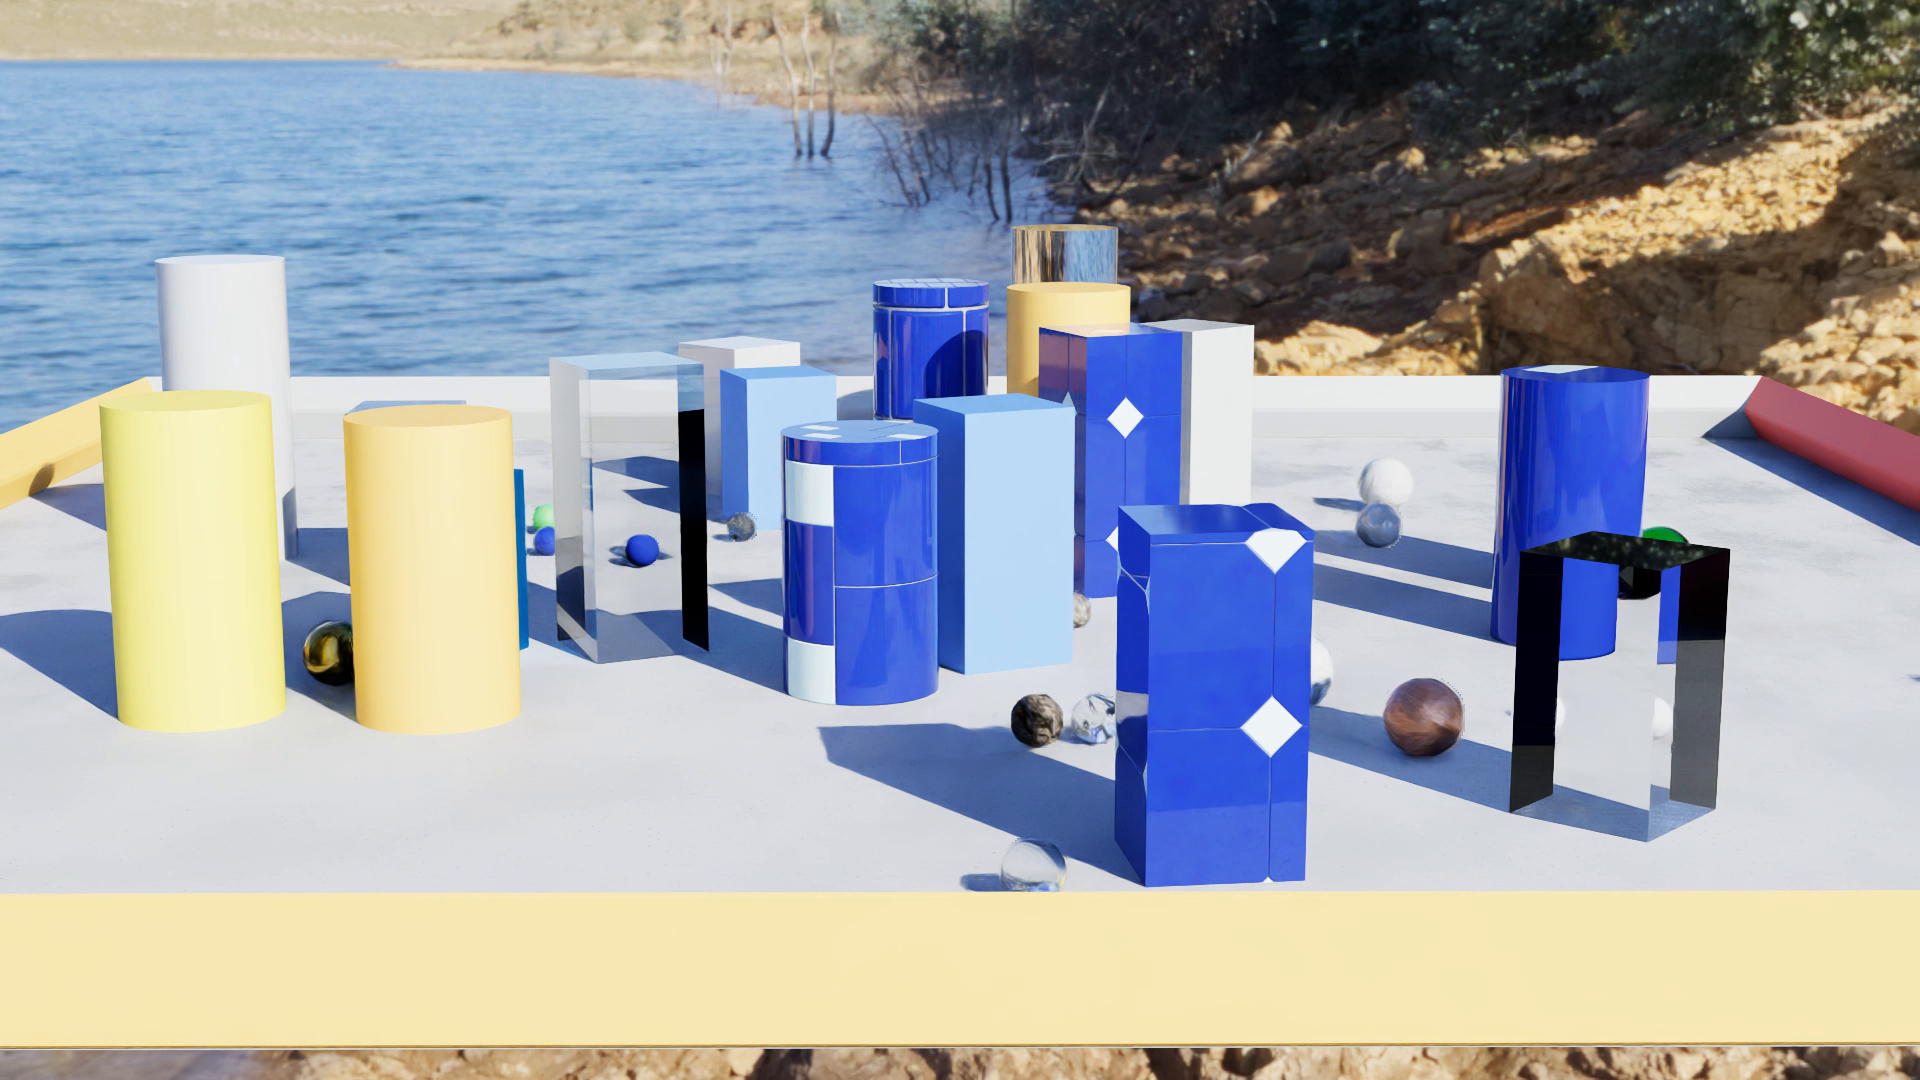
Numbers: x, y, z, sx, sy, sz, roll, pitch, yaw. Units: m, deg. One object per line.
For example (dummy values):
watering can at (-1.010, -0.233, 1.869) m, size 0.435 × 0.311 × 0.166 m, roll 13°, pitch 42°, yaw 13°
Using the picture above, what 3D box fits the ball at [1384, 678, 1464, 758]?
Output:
ball at (0.490, 0.187, 2.712) m, size 0.084 × 0.084 × 0.084 m, roll 0°, pitch 11°, yaw 0°

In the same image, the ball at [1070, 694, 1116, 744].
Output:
ball at (0.146, 0.193, 2.766) m, size 0.054 × 0.054 × 0.054 m, roll 0°, pitch 11°, yaw 0°

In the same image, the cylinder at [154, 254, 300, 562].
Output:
cylinder at (-1.078, -0.193, 3.777) m, size 0.183 × 0.439 × 0.183 m, roll 0°, pitch 11°, yaw 0°

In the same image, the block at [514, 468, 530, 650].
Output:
block at (-0.637, 0.031, 3.163) m, size 0.146 × 0.226 × 0.146 m, roll 4°, pitch 11°, yaw 22°

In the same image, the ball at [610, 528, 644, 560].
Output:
ball at (-0.490, 0.005, 3.781) m, size 0.049 × 0.049 × 0.049 m, roll 0°, pitch 11°, yaw 0°

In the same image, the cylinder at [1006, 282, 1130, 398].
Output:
cylinder at (0.160, -0.180, 3.830) m, size 0.183 × 0.394 × 0.183 m, roll 0°, pitch 11°, yaw 0°

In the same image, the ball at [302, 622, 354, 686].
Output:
ball at (-0.735, 0.134, 3.021) m, size 0.075 × 0.075 × 0.075 m, roll 0°, pitch 11°, yaw 0°

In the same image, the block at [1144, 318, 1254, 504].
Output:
block at (0.373, -0.200, 4.184) m, size 0.146 × 0.303 × 0.146 m, roll -10°, pitch 14°, yaw -41°

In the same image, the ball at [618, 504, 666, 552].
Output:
ball at (-0.474, -0.017, 3.835) m, size 0.072 × 0.072 × 0.072 m, roll 0°, pitch 11°, yaw 0°

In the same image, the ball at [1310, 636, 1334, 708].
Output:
ball at (0.378, 0.148, 2.903) m, size 0.090 × 0.090 × 0.090 m, roll 0°, pitch 11°, yaw 0°

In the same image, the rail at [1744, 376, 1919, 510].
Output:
rail at (1.547, 0.029, 3.459) m, size 0.045 × 0.119 × 3.144 m, roll 0°, pitch 11°, yaw 0°

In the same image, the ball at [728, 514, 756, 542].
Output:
ball at (-0.334, -0.019, 3.922) m, size 0.044 × 0.044 × 0.044 m, roll 0°, pitch 11°, yaw 0°

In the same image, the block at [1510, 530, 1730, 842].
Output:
block at (0.641, 0.138, 2.494) m, size 0.146 × 0.261 × 0.146 m, roll 9°, pitch 14°, yaw 40°

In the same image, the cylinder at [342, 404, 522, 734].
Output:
cylinder at (-0.587, 0.029, 2.863) m, size 0.183 × 0.339 × 0.183 m, roll 0°, pitch 11°, yaw 0°

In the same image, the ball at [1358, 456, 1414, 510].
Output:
ball at (0.693, -0.091, 4.180) m, size 0.090 × 0.090 × 0.090 m, roll 0°, pitch 11°, yaw 0°

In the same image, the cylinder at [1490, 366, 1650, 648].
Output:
cylinder at (0.770, -0.042, 3.244) m, size 0.183 × 0.339 × 0.183 m, roll 0°, pitch 11°, yaw 0°

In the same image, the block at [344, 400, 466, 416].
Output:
block at (-0.780, -0.067, 3.639) m, size 0.146 × 0.244 × 0.146 m, roll 0°, pitch 11°, yaw -3°

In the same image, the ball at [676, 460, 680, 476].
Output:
ball at (-0.467, -0.124, 4.466) m, size 0.051 × 0.051 × 0.051 m, roll 0°, pitch 11°, yaw 0°

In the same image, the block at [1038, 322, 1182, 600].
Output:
block at (0.206, -0.113, 3.568) m, size 0.146 × 0.360 × 0.146 m, roll -5°, pitch 12°, yaw -24°

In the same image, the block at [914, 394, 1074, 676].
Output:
block at (0.040, -0.011, 3.141) m, size 0.146 × 0.315 × 0.146 m, roll -5°, pitch 12°, yaw -25°

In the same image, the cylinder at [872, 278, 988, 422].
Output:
cylinder at (-0.046, -0.216, 4.062) m, size 0.183 × 0.380 × 0.183 m, roll 0°, pitch 11°, yaw 0°

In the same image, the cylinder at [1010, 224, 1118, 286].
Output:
cylinder at (0.178, -0.314, 4.412) m, size 0.183 × 0.444 × 0.183 m, roll 0°, pitch 11°, yaw 0°

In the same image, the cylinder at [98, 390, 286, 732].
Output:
cylinder at (-0.857, 0.020, 2.871) m, size 0.183 × 0.355 × 0.183 m, roll 0°, pitch 11°, yaw 0°

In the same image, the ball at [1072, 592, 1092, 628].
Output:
ball at (0.148, 0.092, 3.326) m, size 0.046 × 0.046 × 0.046 m, roll 0°, pitch 11°, yaw 0°

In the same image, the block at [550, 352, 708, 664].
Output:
block at (-0.412, -0.044, 3.193) m, size 0.146 × 0.361 × 0.146 m, roll -6°, pitch 12°, yaw -27°

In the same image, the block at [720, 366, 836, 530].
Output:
block at (-0.289, -0.148, 4.083) m, size 0.146 × 0.239 × 0.146 m, roll -4°, pitch 11°, yaw -21°

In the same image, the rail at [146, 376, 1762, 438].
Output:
rail at (-0.009, -0.255, 4.972) m, size 3.142 × 0.119 × 0.045 m, roll 0°, pitch 11°, yaw 0°

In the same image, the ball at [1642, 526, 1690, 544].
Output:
ball at (0.970, 0.026, 3.555) m, size 0.091 × 0.091 × 0.091 m, roll 0°, pitch 11°, yaw 0°

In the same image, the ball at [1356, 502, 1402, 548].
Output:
ball at (0.632, -0.022, 3.873) m, size 0.068 × 0.068 × 0.068 m, roll 0°, pitch 11°, yaw 0°

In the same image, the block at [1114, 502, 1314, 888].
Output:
block at (0.228, 0.137, 2.338) m, size 0.146 × 0.320 × 0.146 m, roll -1°, pitch 11°, yaw -7°

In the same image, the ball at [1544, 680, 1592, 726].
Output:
ball at (0.673, 0.181, 2.840) m, size 0.050 × 0.050 × 0.050 m, roll 0°, pitch 11°, yaw 0°

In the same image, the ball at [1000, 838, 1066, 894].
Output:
ball at (0.064, 0.289, 2.240) m, size 0.058 × 0.058 × 0.058 m, roll 0°, pitch 11°, yaw 0°

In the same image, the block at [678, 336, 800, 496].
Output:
block at (-0.376, -0.212, 4.387) m, size 0.146 × 0.252 × 0.146 m, roll 10°, pitch 15°, yaw 43°

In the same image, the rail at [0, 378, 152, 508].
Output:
rail at (-1.547, 0.032, 3.441) m, size 0.045 × 0.119 × 3.144 m, roll 0°, pitch 11°, yaw 0°

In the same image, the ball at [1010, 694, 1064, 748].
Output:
ball at (0.083, 0.193, 2.751) m, size 0.058 × 0.058 × 0.058 m, roll 0°, pitch 11°, yaw 0°

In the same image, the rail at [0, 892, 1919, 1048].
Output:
rail at (0.009, 0.316, 1.928) m, size 3.142 × 0.119 × 0.045 m, roll 0°, pitch 11°, yaw 0°

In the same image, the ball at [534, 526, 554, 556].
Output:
ball at (-0.611, 0.002, 3.810) m, size 0.044 × 0.044 × 0.044 m, roll 0°, pitch 11°, yaw 0°

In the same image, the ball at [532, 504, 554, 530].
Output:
ball at (-0.641, -0.033, 3.987) m, size 0.047 × 0.047 × 0.047 m, roll 0°, pitch 11°, yaw 0°

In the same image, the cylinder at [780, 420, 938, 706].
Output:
cylinder at (-0.116, 0.024, 2.989) m, size 0.183 × 0.304 × 0.183 m, roll 0°, pitch 11°, yaw 0°
